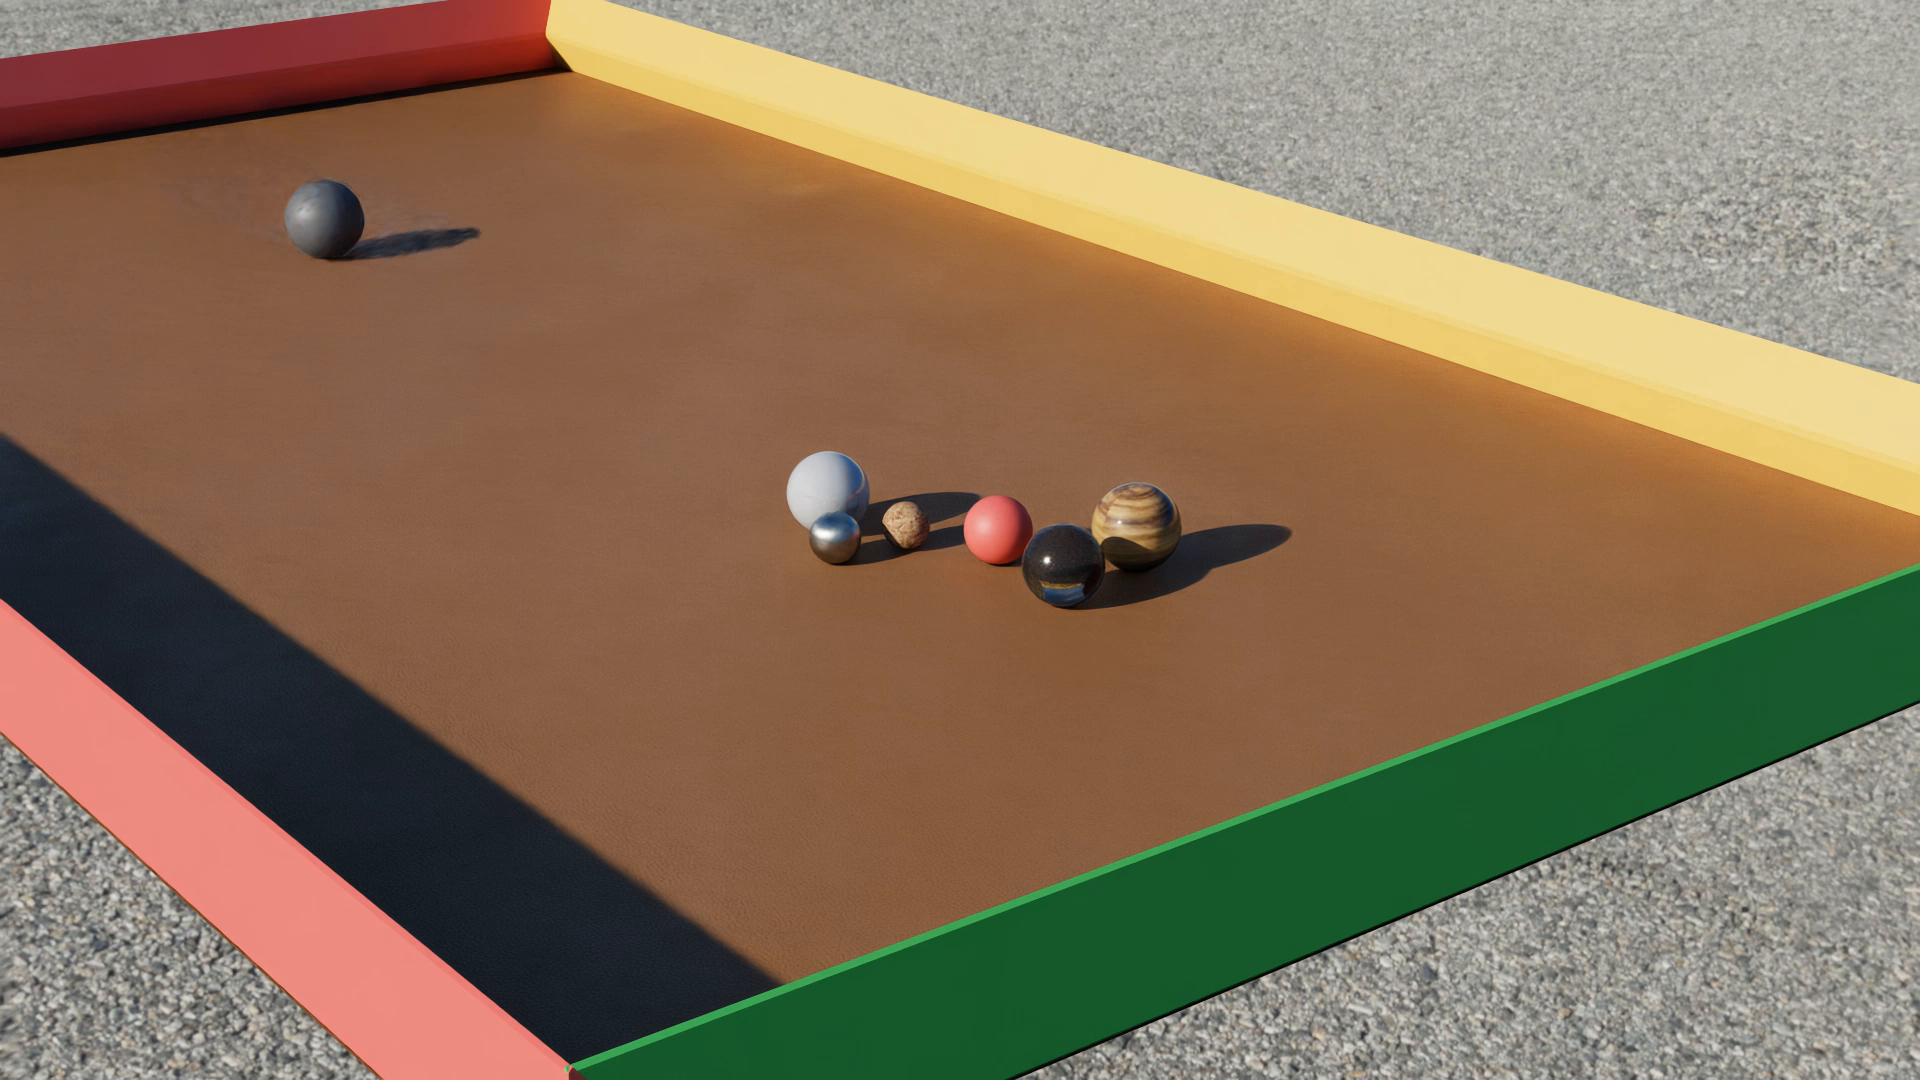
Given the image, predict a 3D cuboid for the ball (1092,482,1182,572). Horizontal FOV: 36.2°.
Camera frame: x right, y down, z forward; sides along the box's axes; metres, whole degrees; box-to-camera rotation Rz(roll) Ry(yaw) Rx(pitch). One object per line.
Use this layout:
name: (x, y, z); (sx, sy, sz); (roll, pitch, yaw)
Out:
ball: (0.155, -0.012, 2.578); (0.079, 0.079, 0.079); (0, 21, 0)

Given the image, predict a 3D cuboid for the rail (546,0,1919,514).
rail: (0.192, -0.393, 3.498); (0.045, 0.121, 2.724); (-16, 26, -35)

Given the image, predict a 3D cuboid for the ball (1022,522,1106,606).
ball: (0.088, 0.021, 2.504); (0.072, 0.072, 0.072); (0, 21, 0)

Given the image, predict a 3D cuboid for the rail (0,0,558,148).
rail: (-1.231, -0.608, 4.051); (1.581, 0.121, 0.045); (-16, 26, -35)

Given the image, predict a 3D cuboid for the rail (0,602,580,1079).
rail: (-1.023, -0.054, 2.627); (0.045, 0.121, 2.724); (-16, 26, -35)

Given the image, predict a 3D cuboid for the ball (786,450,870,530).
ball: (-0.119, -0.043, 2.663); (0.076, 0.076, 0.076); (0, 21, 0)

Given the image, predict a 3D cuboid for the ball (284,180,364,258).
ball: (-0.759, -0.383, 3.514); (0.093, 0.093, 0.093); (0, 21, 0)

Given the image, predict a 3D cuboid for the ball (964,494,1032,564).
ball: (0.034, -0.009, 2.596); (0.061, 0.061, 0.061); (0, 21, 0)

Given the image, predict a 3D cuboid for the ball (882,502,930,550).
ball: (-0.048, -0.013, 2.631); (0.043, 0.043, 0.043); (0, 21, 0)

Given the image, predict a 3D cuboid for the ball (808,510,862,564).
ball: (-0.110, -0.002, 2.599); (0.047, 0.047, 0.047); (0, 21, 0)

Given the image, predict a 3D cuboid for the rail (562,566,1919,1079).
rail: (0.401, 0.161, 2.074); (1.581, 0.121, 0.045); (-16, 26, -35)
